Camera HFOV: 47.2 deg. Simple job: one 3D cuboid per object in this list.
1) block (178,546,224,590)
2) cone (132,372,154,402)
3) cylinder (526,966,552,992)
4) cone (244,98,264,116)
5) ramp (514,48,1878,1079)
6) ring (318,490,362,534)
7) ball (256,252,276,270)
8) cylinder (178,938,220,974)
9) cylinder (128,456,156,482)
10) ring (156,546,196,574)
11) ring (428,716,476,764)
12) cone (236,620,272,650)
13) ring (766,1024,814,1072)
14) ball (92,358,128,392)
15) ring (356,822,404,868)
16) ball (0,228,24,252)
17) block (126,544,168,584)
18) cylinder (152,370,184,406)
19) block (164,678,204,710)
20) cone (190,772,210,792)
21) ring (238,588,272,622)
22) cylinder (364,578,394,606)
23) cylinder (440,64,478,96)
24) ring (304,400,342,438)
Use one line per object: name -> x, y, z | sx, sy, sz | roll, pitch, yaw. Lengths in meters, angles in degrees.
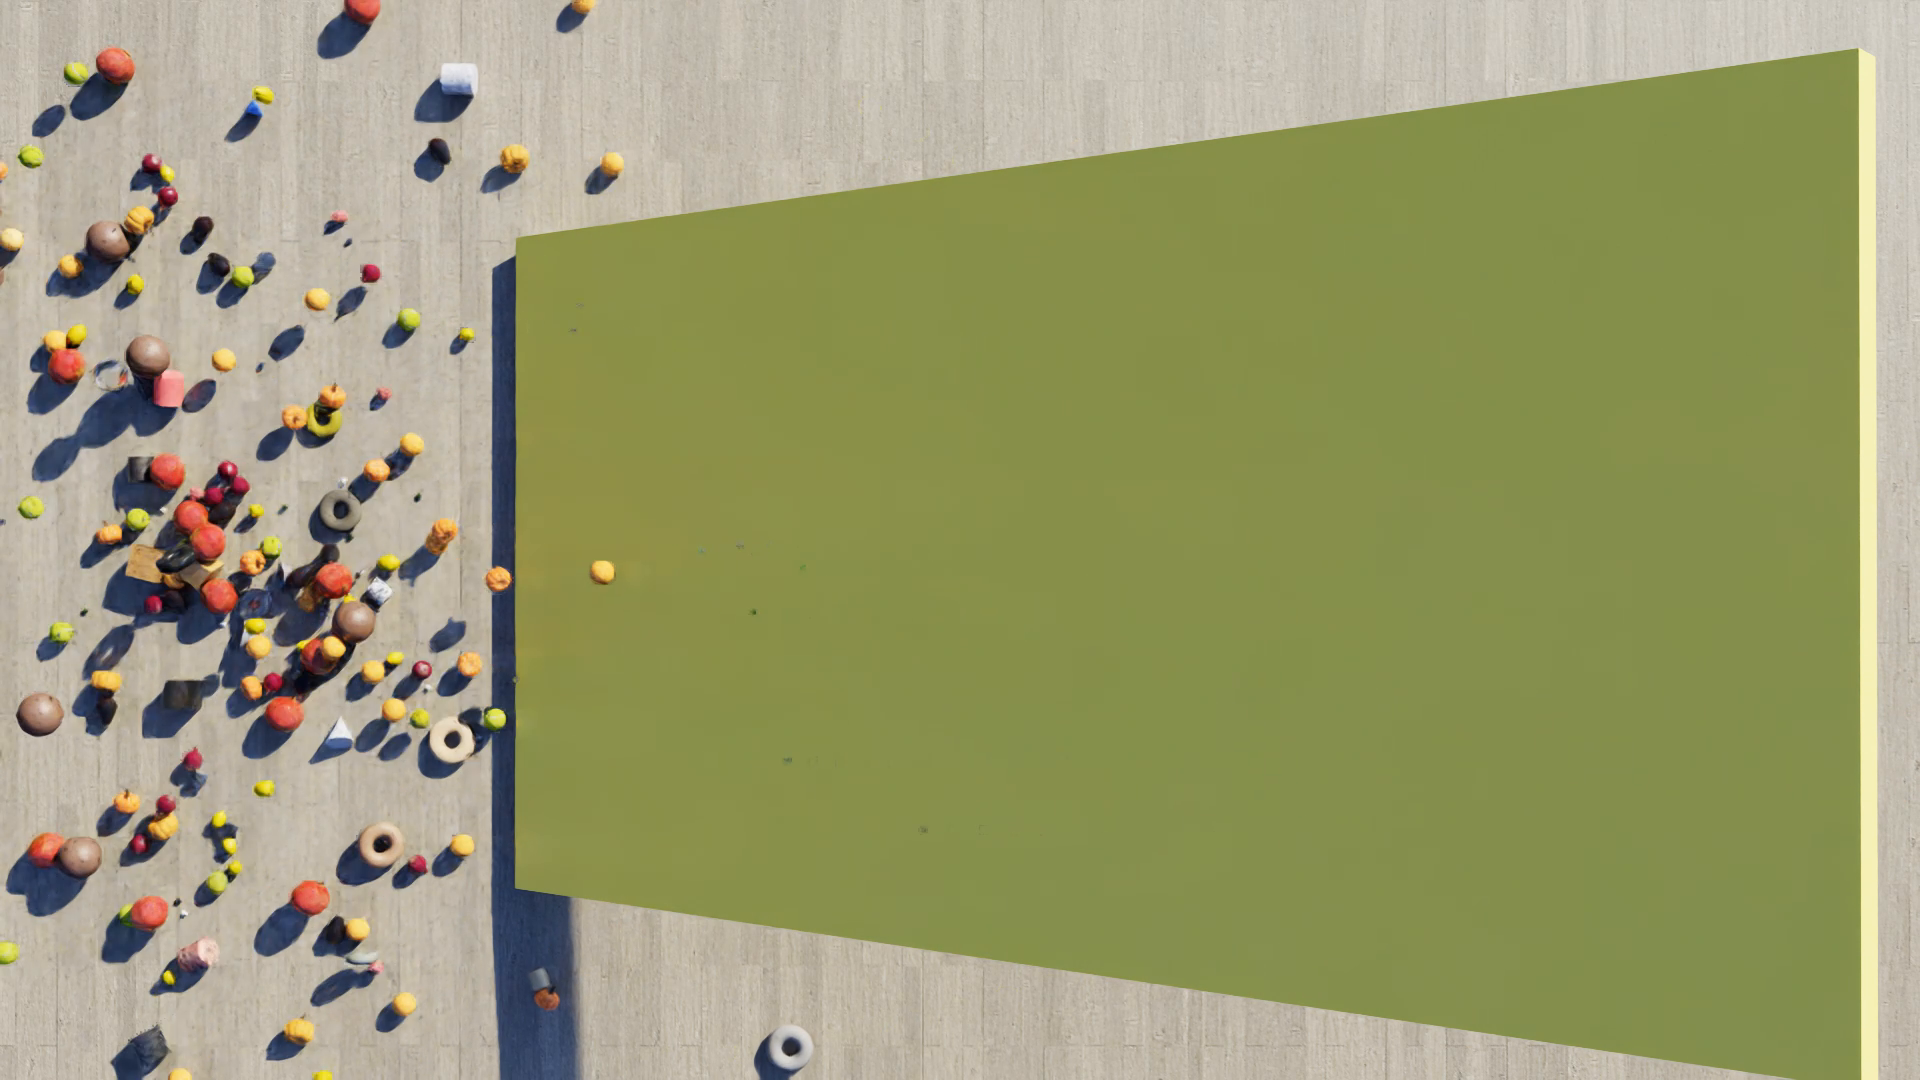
block -> -2.340, 0.089, 6.780 | 0.082, 0.082, 0.082 | 41, 112, 0
cone -> -2.495, -0.489, 6.815 | 0.099, 0.099, 0.099 | -25, 90, -27
cylinder -> -1.301, 1.355, 6.796 | 0.059, 0.059, 0.059 | -22, 90, 0
cone -> -2.184, -1.332, 6.831 | 0.054, 0.054, 0.054 | 40, 90, -26
ramp -> 0.213, 0.062, 5.528 | 4.000, 0.100, 2.000 | 0, 90, 39
ring -> -1.921, -0.089, 6.813 | 0.135, 0.045, 0.135 | 0, 88, 0
ball -> -2.149, -0.865, 6.812 | 0.056, 0.056, 0.056 | 0, 90, 0
cylinder -> -2.343, 1.278, 6.769 | 0.085, 0.085, 0.085 | -26, 90, 23
cylinder -> -2.530, -0.218, 6.796 | 0.077, 0.077, 0.077 | -2, 90, 0
ring -> -2.342, 0.058, 6.573 | 0.122, 0.122, 0.041 | -19, 120, 0
ring -> -1.571, 0.621, 6.802 | 0.149, 0.050, 0.149 | 0, 83, 3
cone -> -2.180, 0.304, 6.810 | 0.098, 0.098, 0.098 | 12, 90, -27
ring -> -0.527, 1.572, 6.800 | 0.146, 0.049, 0.146 | 0, 88, 0
ball -> -2.557, -0.497, 6.619 | 0.100, 0.100, 0.100 | 0, 90, 0
ring -> -1.787, 0.941, 6.785 | 0.144, 0.048, 0.144 | -1, 93, -23
ball -> -2.935, -0.929, 6.805 | 0.070, 0.070, 0.070 | 0, 90, 0
block -> -2.501, 0.074, 6.786 | 0.096, 0.096, 0.096 | 15, 90, 0
cylinder -> -2.441, -0.467, 6.780 | 0.089, 0.089, 0.089 | 11, 110, 0
block -> -2.396, 0.476, 6.788 | 0.087, 0.087, 0.087 | 2, 90, 0
cone -> -2.359, 0.759, 6.812 | 0.055, 0.055, 0.055 | 19, 115, 0
ring -> -2.182, 0.201, 6.805 | 0.108, 0.036, 0.108 | -3, 70, 9
cylinder -> -1.791, 0.160, 6.777 | 0.065, 0.065, 0.065 | 43, 90, -14
cylinder -> -1.547, -1.423, 6.796 | 0.094, 0.094, 0.094 | 2, 90, 0
ring -> -1.975, -0.373, 6.817 | 0.117, 0.039, 0.117 | 0, 89, -1
